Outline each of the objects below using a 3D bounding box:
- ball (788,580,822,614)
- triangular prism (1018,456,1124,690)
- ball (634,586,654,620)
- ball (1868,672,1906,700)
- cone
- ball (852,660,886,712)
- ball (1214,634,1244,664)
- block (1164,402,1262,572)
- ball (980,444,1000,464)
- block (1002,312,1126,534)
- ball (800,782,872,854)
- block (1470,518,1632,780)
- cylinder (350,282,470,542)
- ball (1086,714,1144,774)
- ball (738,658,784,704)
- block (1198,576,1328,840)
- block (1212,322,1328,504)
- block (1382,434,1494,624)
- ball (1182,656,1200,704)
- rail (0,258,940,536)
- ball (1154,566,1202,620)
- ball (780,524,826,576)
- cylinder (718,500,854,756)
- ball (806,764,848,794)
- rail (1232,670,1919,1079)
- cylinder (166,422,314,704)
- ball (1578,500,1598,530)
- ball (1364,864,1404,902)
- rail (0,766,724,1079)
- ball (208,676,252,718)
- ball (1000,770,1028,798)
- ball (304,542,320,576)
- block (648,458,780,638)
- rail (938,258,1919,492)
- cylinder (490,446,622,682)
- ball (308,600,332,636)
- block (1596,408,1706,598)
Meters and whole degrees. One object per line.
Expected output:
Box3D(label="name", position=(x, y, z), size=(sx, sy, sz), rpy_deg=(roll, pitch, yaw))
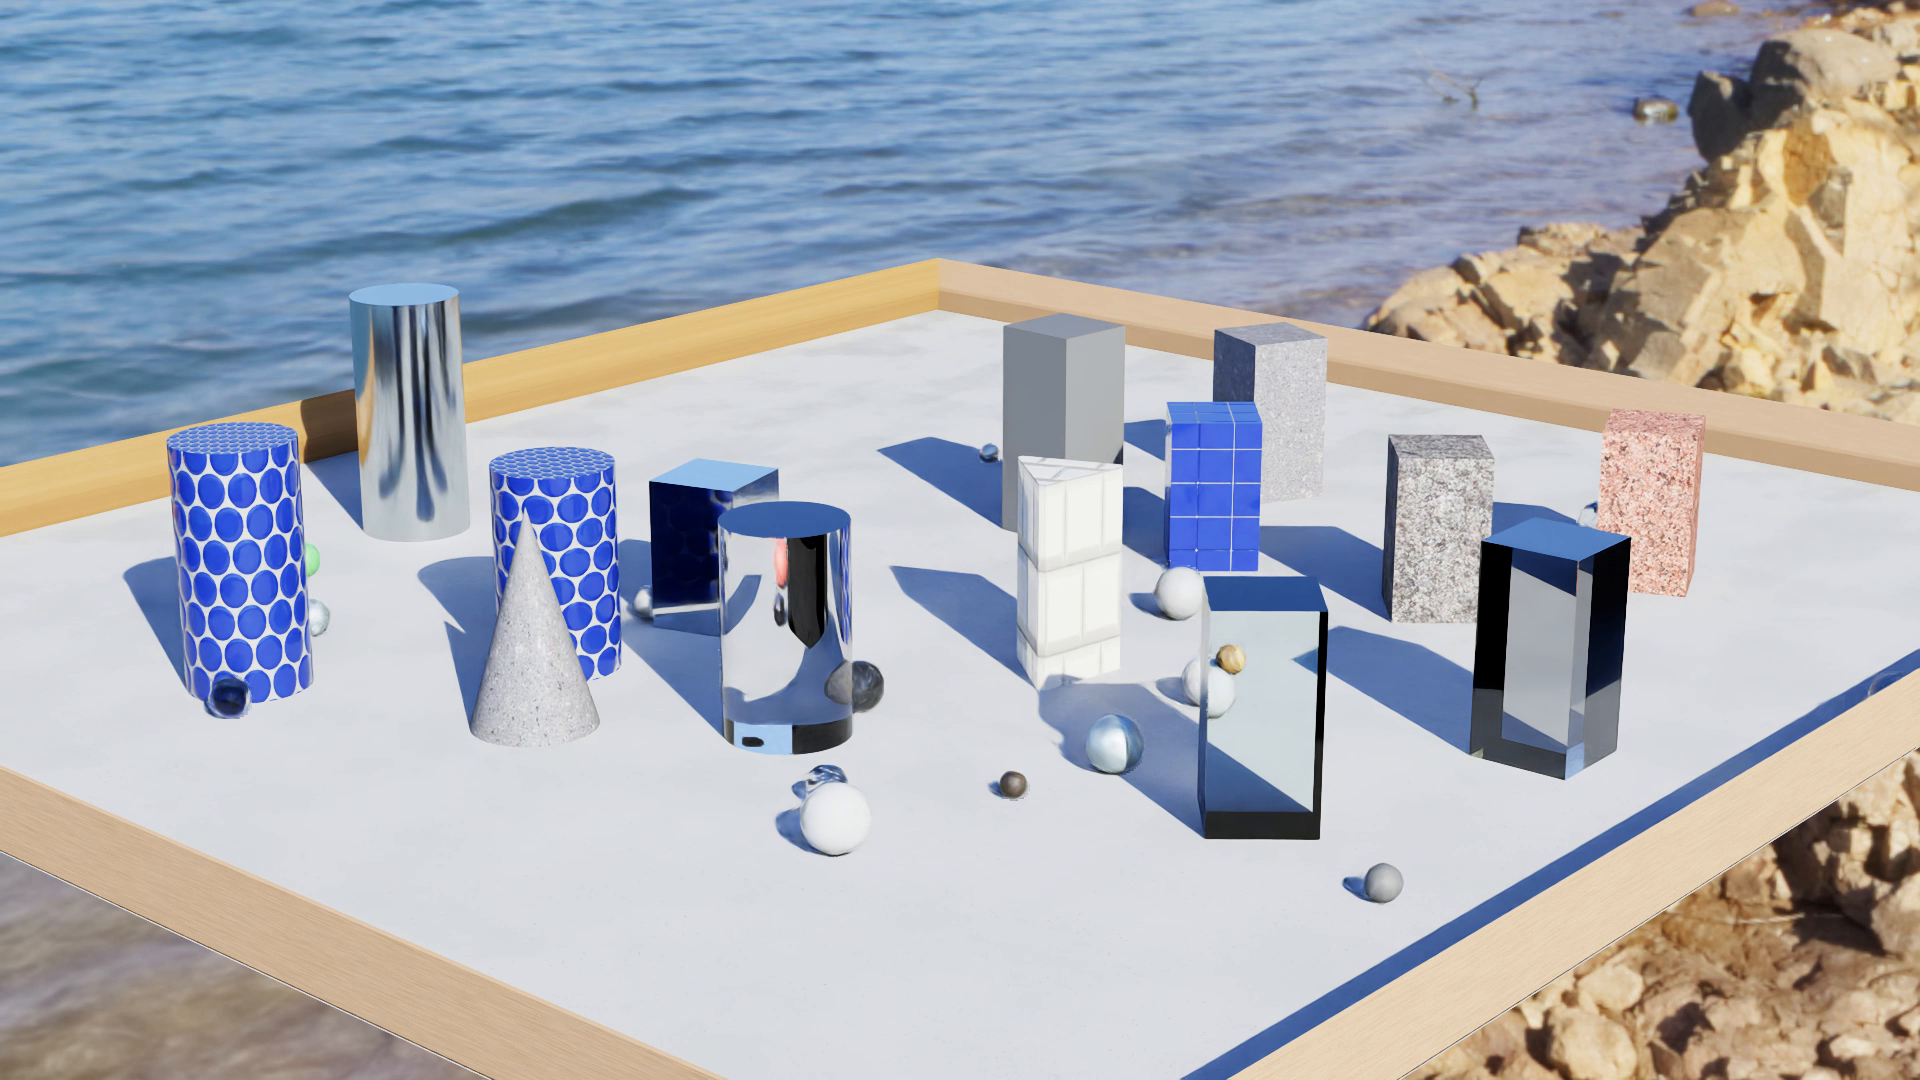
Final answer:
Box3D(label="ball", position=(-0.265, 0.097, 5.036), size=(0.057, 0.057, 0.057), rpy_deg=(0, 17, 0))
Box3D(label="triangular prism", position=(0.145, 0.044, 4.720), size=(0.173, 0.340, 0.150), rpy_deg=(-14, 22, -39))
Box3D(label="ball", position=(-0.528, 0.107, 5.004), size=(0.056, 0.056, 0.056), rpy_deg=(0, 17, 0))
Box3D(label="ball", position=(1.438, 0.243, 4.513), size=(0.078, 0.078, 0.078), rpy_deg=(0, 17, 0))
Box3D(label="cone", position=(-0.655, 0.117, 4.464), size=(0.200, 0.349, 0.200), rpy_deg=(0, 17, 0))
Box3D(label="ball", position=(-0.157, 0.227, 4.560), size=(0.081, 0.081, 0.081), rpy_deg=(0, 17, 0))
Box3D(label="ball", position=(0.438, 0.177, 4.785), size=(0.049, 0.049, 0.049), rpy_deg=(0, 17, 0))
Box3D(label="block", position=(0.456, -0.098, 5.306), size=(0.160, 0.274, 0.160), rpy_deg=(0, 17, 0))
Box3D(label="ball", position=(0.060, -0.176, 5.969), size=(0.042, 0.042, 0.042), rpy_deg=(0, 17, 0))
Box3D(label="block", position=(0.193, -0.208, 5.469), size=(0.160, 0.392, 0.160), rpy_deg=(16, 23, 43))
Box3D(label="ball", position=(-0.170, 0.381, 4.018), size=(0.100, 0.100, 0.100), rpy_deg=(0, 17, 0))
Box3D(label="block", position=(0.874, 0.159, 4.348), size=(0.160, 0.336, 0.160), rpy_deg=(13, 21, 38))
Box3D(label="cylinder", position=(-1.026, -0.239, 5.473), size=(0.200, 0.448, 0.200), rpy_deg=(0, 17, 0))
Box3D(label="ball", position=(0.227, 0.300, 4.311), size=(0.086, 0.086, 0.086), rpy_deg=(0, 17, 0))
Box3D(label="ball", position=(-0.312, 0.221, 4.599), size=(0.070, 0.070, 0.070), rpy_deg=(0, 17, 0))
Box3D(label="block", position=(0.421, 0.234, 4.102), size=(0.160, 0.334, 0.160), rpy_deg=(0, 17, 1))
Box3D(label="block", position=(0.603, -0.249, 5.734), size=(0.160, 0.317, 0.160), rpy_deg=(-8, 18, -24))
Box3D(label="block", position=(0.817, -0.020, 5.021), size=(0.160, 0.290, 0.160), rpy_deg=(0, 17, 2))
Box3D(label="ball", position=(0.387, 0.219, 4.587), size=(0.082, 0.082, 0.082), rpy_deg=(0, 17, 0))
Box3D(label="rail", position=(-1.178, -0.262, 6.099), size=(0.045, 0.130, 3.476), rpy_deg=(14, 22, 39))
Box3D(label="ball", position=(0.377, 0.090, 5.001), size=(0.090, 0.090, 0.090), rpy_deg=(0, 17, 0))
Box3D(label="ball", position=(-0.285, 0.018, 5.236), size=(0.093, 0.093, 0.093), rpy_deg=(0, 17, 0))
Box3D(label="cylinder", position=(-0.262, 0.131, 4.434), size=(0.200, 0.339, 0.200), rpy_deg=(0, 17, 0))
Box3D(label="ball", position=(-0.189, 0.350, 4.188), size=(0.061, 0.061, 0.061), rpy_deg=(0, 17, 0))
Box3D(label="rail", position=(1.178, 0.328, 4.140), size=(0.045, 0.130, 3.476), rpy_deg=(14, 22, 39))
Box3D(label="cylinder", position=(-1.137, 0.034, 4.638), size=(0.200, 0.406, 0.200), rpy_deg=(0, 17, 0))
Box3D(label="ball", position=(1.184, -0.030, 5.409), size=(0.086, 0.086, 0.086), rpy_deg=(0, 17, 0))
Box3D(label="ball", position=(0.559, 0.452, 3.865), size=(0.052, 0.052, 0.052), rpy_deg=(0, 17, 0))
Box3D(label="rail", position=(-1.124, 0.406, 3.880), size=(3.168, 0.130, 0.045), rpy_deg=(14, 22, 39))
Box3D(label="ball", position=(-1.129, 0.244, 4.536), size=(0.064, 0.064, 0.064), rpy_deg=(0, 17, 0))
Box3D(label="ball", position=(0.077, 0.352, 4.217), size=(0.041, 0.041, 0.041), rpy_deg=(0, 17, 0))
Box3D(label="ball", position=(-1.172, 0.035, 5.233), size=(0.061, 0.061, 0.061), rpy_deg=(0, 17, 0))
Box3D(label="block", position=(-0.413, 0.013, 4.966), size=(0.160, 0.258, 0.160), rpy_deg=(8, 18, 24))
Box3D(label="rail", position=(1.124, -0.341, 6.359), size=(3.168, 0.130, 0.045), rpy_deg=(14, 22, 39))
Box3D(label="cylinder", position=(-0.652, 0.040, 4.735), size=(0.200, 0.341, 0.200), rpy_deg=(0, 17, 0))
Box3D(label="ball", position=(-1.087, 0.130, 4.921), size=(0.060, 0.060, 0.060), rpy_deg=(0, 17, 0))
Box3D(label="block", position=(1.218, -0.067, 5.179), size=(0.160, 0.289, 0.160), rpy_deg=(6, 18, 18))
